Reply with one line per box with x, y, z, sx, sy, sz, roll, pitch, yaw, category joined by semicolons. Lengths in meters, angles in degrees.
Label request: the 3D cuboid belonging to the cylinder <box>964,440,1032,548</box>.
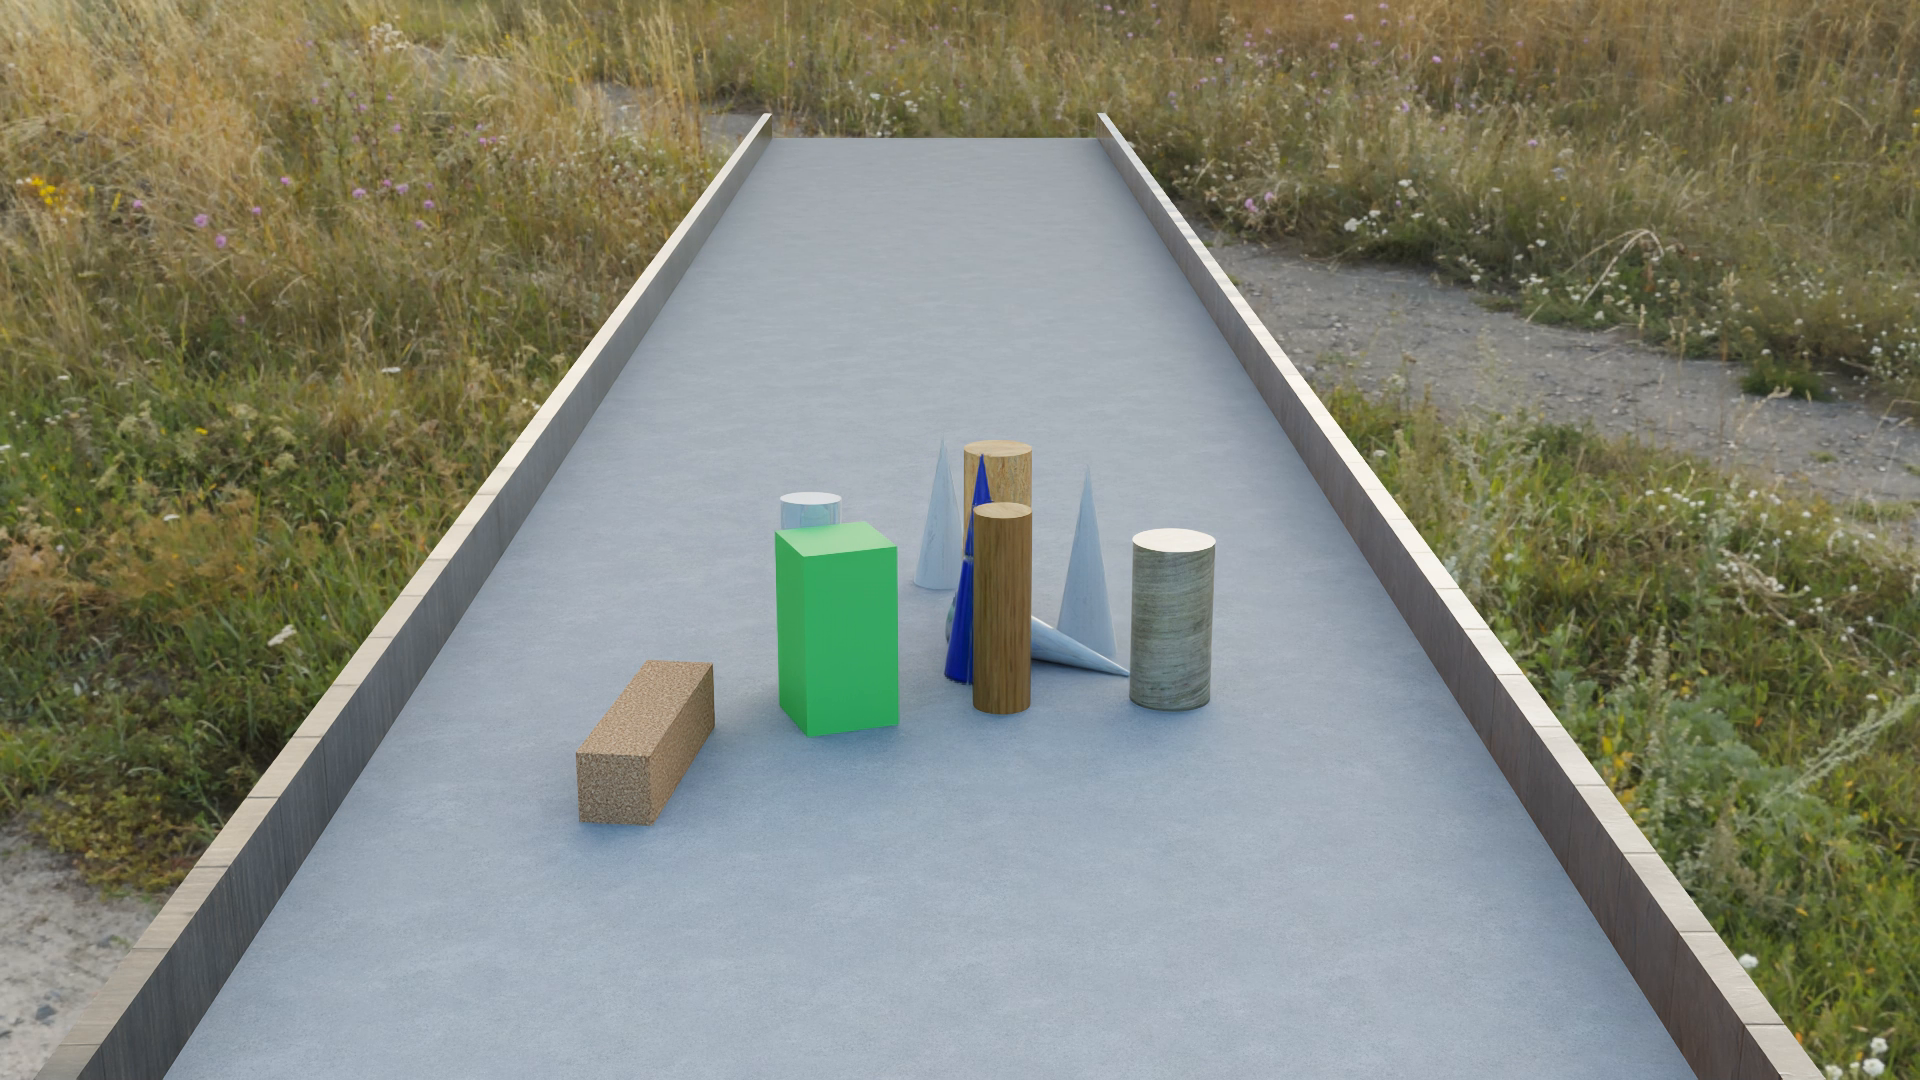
0.079;-0.016;4.637;0.142;0.366;0.142;0;17;0;cylinder

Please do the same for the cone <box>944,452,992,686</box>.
0.043;0.044;4.278;0.154;0.454;0.154;0;16;0;cone

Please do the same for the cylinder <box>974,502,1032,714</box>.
0.079;0.128;4.124;0.109;0.383;0.109;0;17;0;cylinder

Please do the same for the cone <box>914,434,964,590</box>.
-0.036;-0.072;4.874;0.134;0.340;0.134;0;17;0;cone

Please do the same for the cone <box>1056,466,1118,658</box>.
0.254;0.035;4.412;0.133;0.398;0.133;0;17;0;cone

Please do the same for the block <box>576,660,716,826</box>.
-0.543;0.347;3.843;0.124;0.124;0.455;2;17;7;block

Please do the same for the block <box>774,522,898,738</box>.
-0.228;0.162;4.076;0.177;0.345;0.177;-6;18;-20;block

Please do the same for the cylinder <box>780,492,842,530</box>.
-0.287;0.100;4.229;0.117;0.369;0.117;1;13;0;cylinder

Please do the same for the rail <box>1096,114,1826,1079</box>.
0.932;-0.844;7.801;0.050;0.150;12.000;0;17;-1;rail

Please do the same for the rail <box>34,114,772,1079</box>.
-1.118;-0.838;7.780;0.050;0.150;12.000;0;17;-1;rail

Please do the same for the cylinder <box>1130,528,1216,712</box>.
0.401;0.151;4.168;0.155;0.314;0.155;0;17;0;cylinder

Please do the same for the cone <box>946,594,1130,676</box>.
0.180;0.211;4.399;0.407;0.138;0.138;19;23;25;cone
